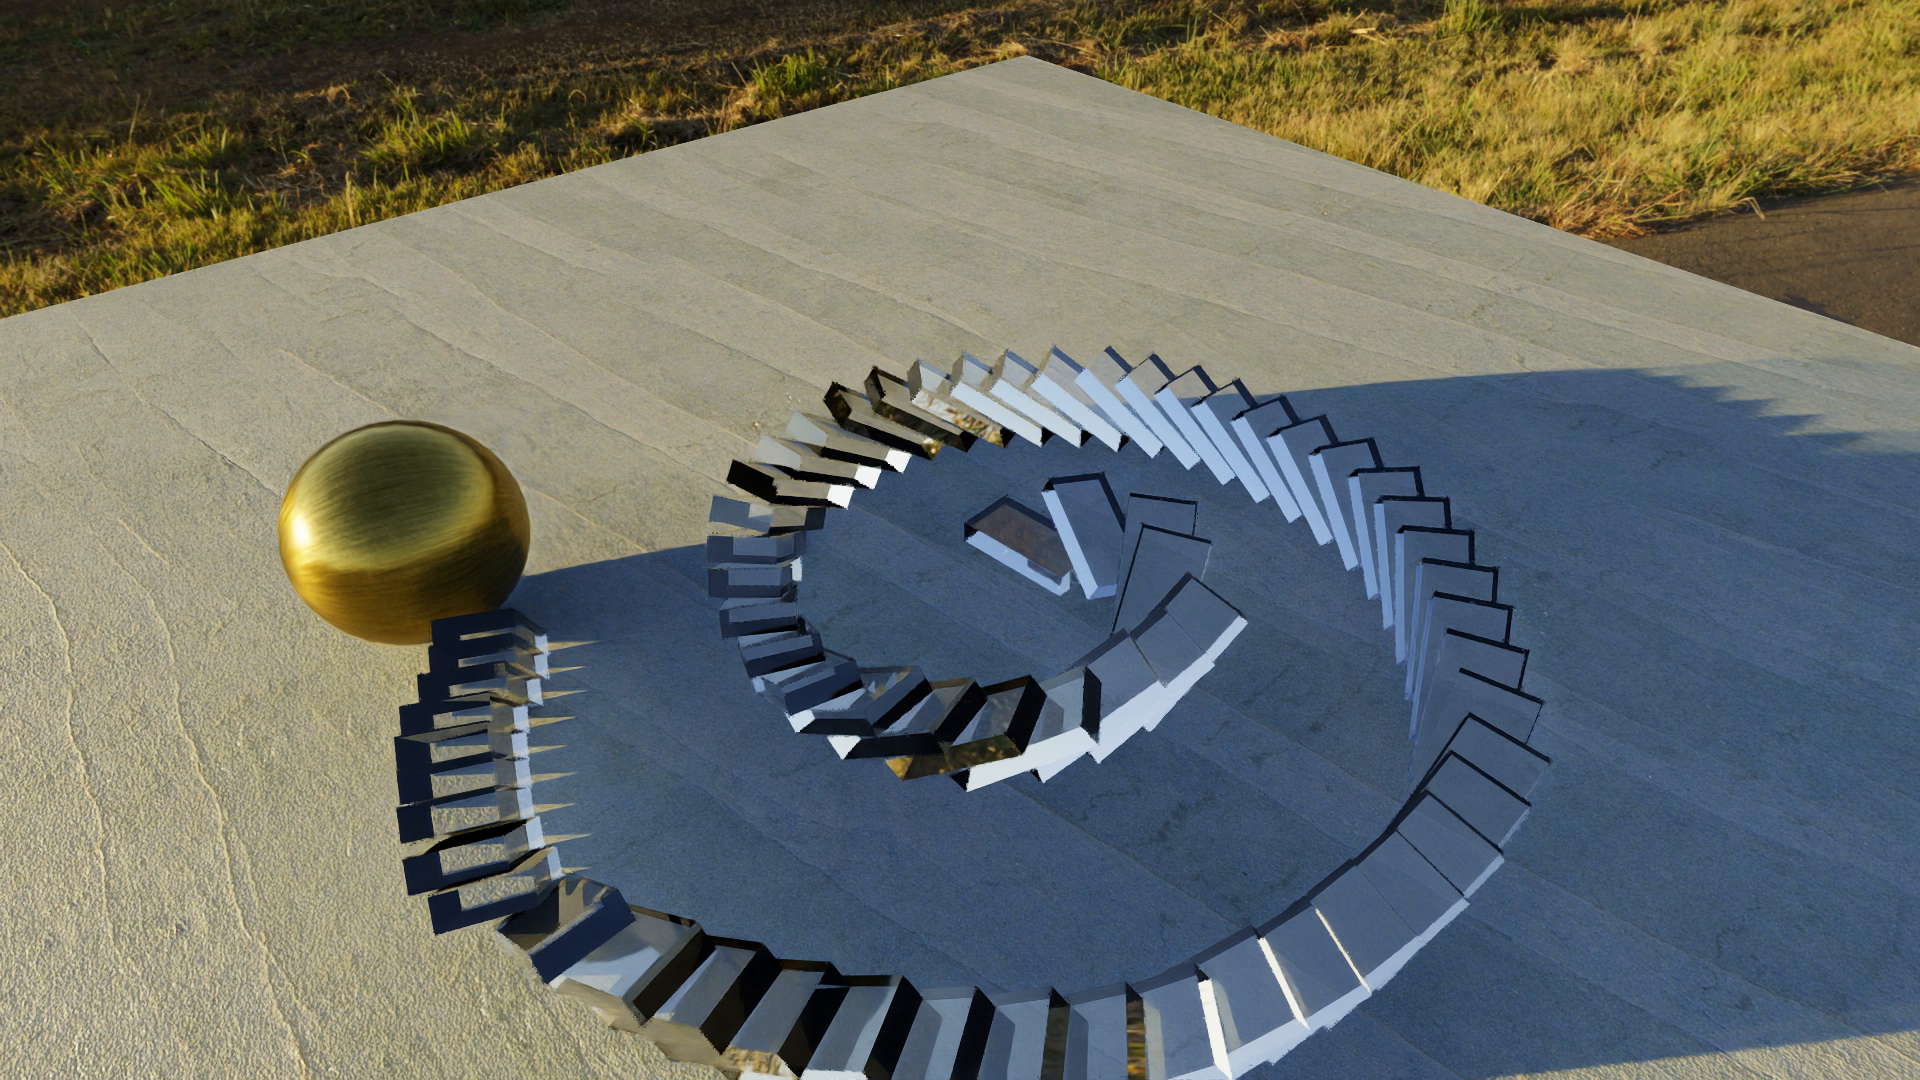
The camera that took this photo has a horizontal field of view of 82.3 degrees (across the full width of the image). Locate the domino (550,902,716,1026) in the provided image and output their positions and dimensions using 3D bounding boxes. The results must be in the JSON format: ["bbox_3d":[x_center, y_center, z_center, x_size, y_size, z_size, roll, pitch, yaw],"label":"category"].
[{"bbox_3d":[-0.089,0.110,0.289,0.050,0.009,0.025,-10,25,46],"label":"domino"}]

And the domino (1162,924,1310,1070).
[{"bbox_3d":[0.058,0.121,0.276,0.050,0.010,0.025,-34,40,11],"label":"domino"}]

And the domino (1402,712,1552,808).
[{"bbox_3d":[0.149,0.079,0.326,0.025,0.009,0.050,34,83,33],"label":"domino"}]

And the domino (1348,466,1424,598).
[{"bbox_3d":[0.168,-0.003,0.427,0.025,0.010,0.050,-2,72,-3],"label":"domino"}]

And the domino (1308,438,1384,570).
[{"bbox_3d":[0.161,-0.015,0.441,0.025,0.009,0.050,-10,74,-12],"label":"domino"}]

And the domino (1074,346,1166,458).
[{"bbox_3d":[0.078,-0.063,0.500,0.050,0.010,0.025,44,48,-1],"label":"domino"}]

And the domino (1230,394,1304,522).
[{"bbox_3d":[0.138,-0.035,0.465,0.025,0.009,0.050,-22,77,-24],"label":"domino"}]

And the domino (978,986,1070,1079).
[{"bbox_3d":[0.002,0.126,0.269,0.050,0.009,0.025,-21,32,27],"label":"domino"}]

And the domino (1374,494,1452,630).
[{"bbox_3d":[0.171,0.009,0.413,0.025,0.009,0.050,2,72,1],"label":"domino"}]

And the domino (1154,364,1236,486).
[{"bbox_3d":[0.111,-0.051,0.486,0.025,0.009,0.050,-32,82,-33],"label":"domino"}]

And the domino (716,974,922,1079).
[{"bbox_3d":[-0.036,0.123,0.274,0.050,0.009,0.025,-16,29,34],"label":"domino"}]

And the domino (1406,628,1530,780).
[{"bbox_3d":[0.164,0.056,0.355,0.025,0.010,0.050,16,74,19],"label":"domino"}]

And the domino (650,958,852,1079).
[{"bbox_3d":[-0.054,0.119,0.278,0.050,0.009,0.025,-14,27,37],"label":"domino"}]

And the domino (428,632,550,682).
[{"bbox_3d":[-0.155,0.041,0.365,0.025,0.050,0.010,-9,78,-11],"label":"domino"}]

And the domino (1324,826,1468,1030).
[{"bbox_3d":[0.108,0.104,0.296,0.050,0.009,0.025,-43,48,1],"label":"domino"}]

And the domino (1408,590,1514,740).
[{"bbox_3d":[0.168,0.044,0.369,0.025,0.010,0.050,11,73,14],"label":"domino"}]

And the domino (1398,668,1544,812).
[{"bbox_3d":[0.158,0.068,0.340,0.025,0.010,0.050,23,78,25],"label":"domino"}]

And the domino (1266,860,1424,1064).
[{"bbox_3d":[0.092,0.110,0.289,0.050,0.010,0.025,-40,46,3],"label":"domino"}]

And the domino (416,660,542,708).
[{"bbox_3d":[-0.154,0.049,0.356,0.025,0.050,0.009,-9,78,-11],"label":"domino"}]

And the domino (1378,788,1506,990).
[{"bbox_3d":[0.123,0.097,0.305,0.050,0.009,0.025,-45,50,-1],"label":"domino"}]

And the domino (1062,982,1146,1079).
[{"bbox_3d":[0.020,0.127,0.268,0.050,0.009,0.025,-23,33,24],"label":"domino"}]

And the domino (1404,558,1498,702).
[{"bbox_3d":[0.171,0.033,0.383,0.025,0.009,0.050,9,73,11],"label":"domino"}]

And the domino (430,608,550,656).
[{"bbox_3d":[-0.158,0.034,0.374,0.025,0.050,0.009,-9,78,-11],"label":"domino"}]

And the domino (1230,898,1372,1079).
[{"bbox_3d":[0.076,0.117,0.281,0.050,0.009,0.025,-36,42,8],"label":"domino"}]

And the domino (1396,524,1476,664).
[{"bbox_3d":[0.172,0.021,0.398,0.025,0.010,0.050,5,72,6],"label":"domino"}]

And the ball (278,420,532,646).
[{"bbox_3d":[-0.195,-0.003,0.391,0.080,0.080,0.080,0,39,0],"label":"ball"}]

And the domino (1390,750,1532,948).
[{"bbox_3d":[0.137,0.088,0.316,0.050,0.010,0.025,-49,54,-4],"label":"domino"}]

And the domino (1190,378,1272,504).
[{"bbox_3d":[0.125,-0.043,0.476,0.025,0.009,0.050,-28,80,-30],"label":"domino"}]

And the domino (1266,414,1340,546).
[{"bbox_3d":[0.150,-0.025,0.454,0.025,0.009,0.050,-18,76,-20],"label":"domino"}]

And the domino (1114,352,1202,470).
[{"bbox_3d":[0.095,-0.058,0.494,0.050,0.009,0.025,49,52,3],"label":"domino"}]

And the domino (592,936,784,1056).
[{"bbox_3d":[-0.071,0.115,0.283,0.050,0.009,0.025,-12,26,41],"label":"domino"}]

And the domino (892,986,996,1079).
[{"bbox_3d":[-0.017,0.125,0.271,0.050,0.010,0.025,-18,30,31],"label":"domino"}]

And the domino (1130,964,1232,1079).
[{"bbox_3d":[0.039,0.125,0.270,0.050,0.010,0.025,-27,35,19],"label":"domino"}]
